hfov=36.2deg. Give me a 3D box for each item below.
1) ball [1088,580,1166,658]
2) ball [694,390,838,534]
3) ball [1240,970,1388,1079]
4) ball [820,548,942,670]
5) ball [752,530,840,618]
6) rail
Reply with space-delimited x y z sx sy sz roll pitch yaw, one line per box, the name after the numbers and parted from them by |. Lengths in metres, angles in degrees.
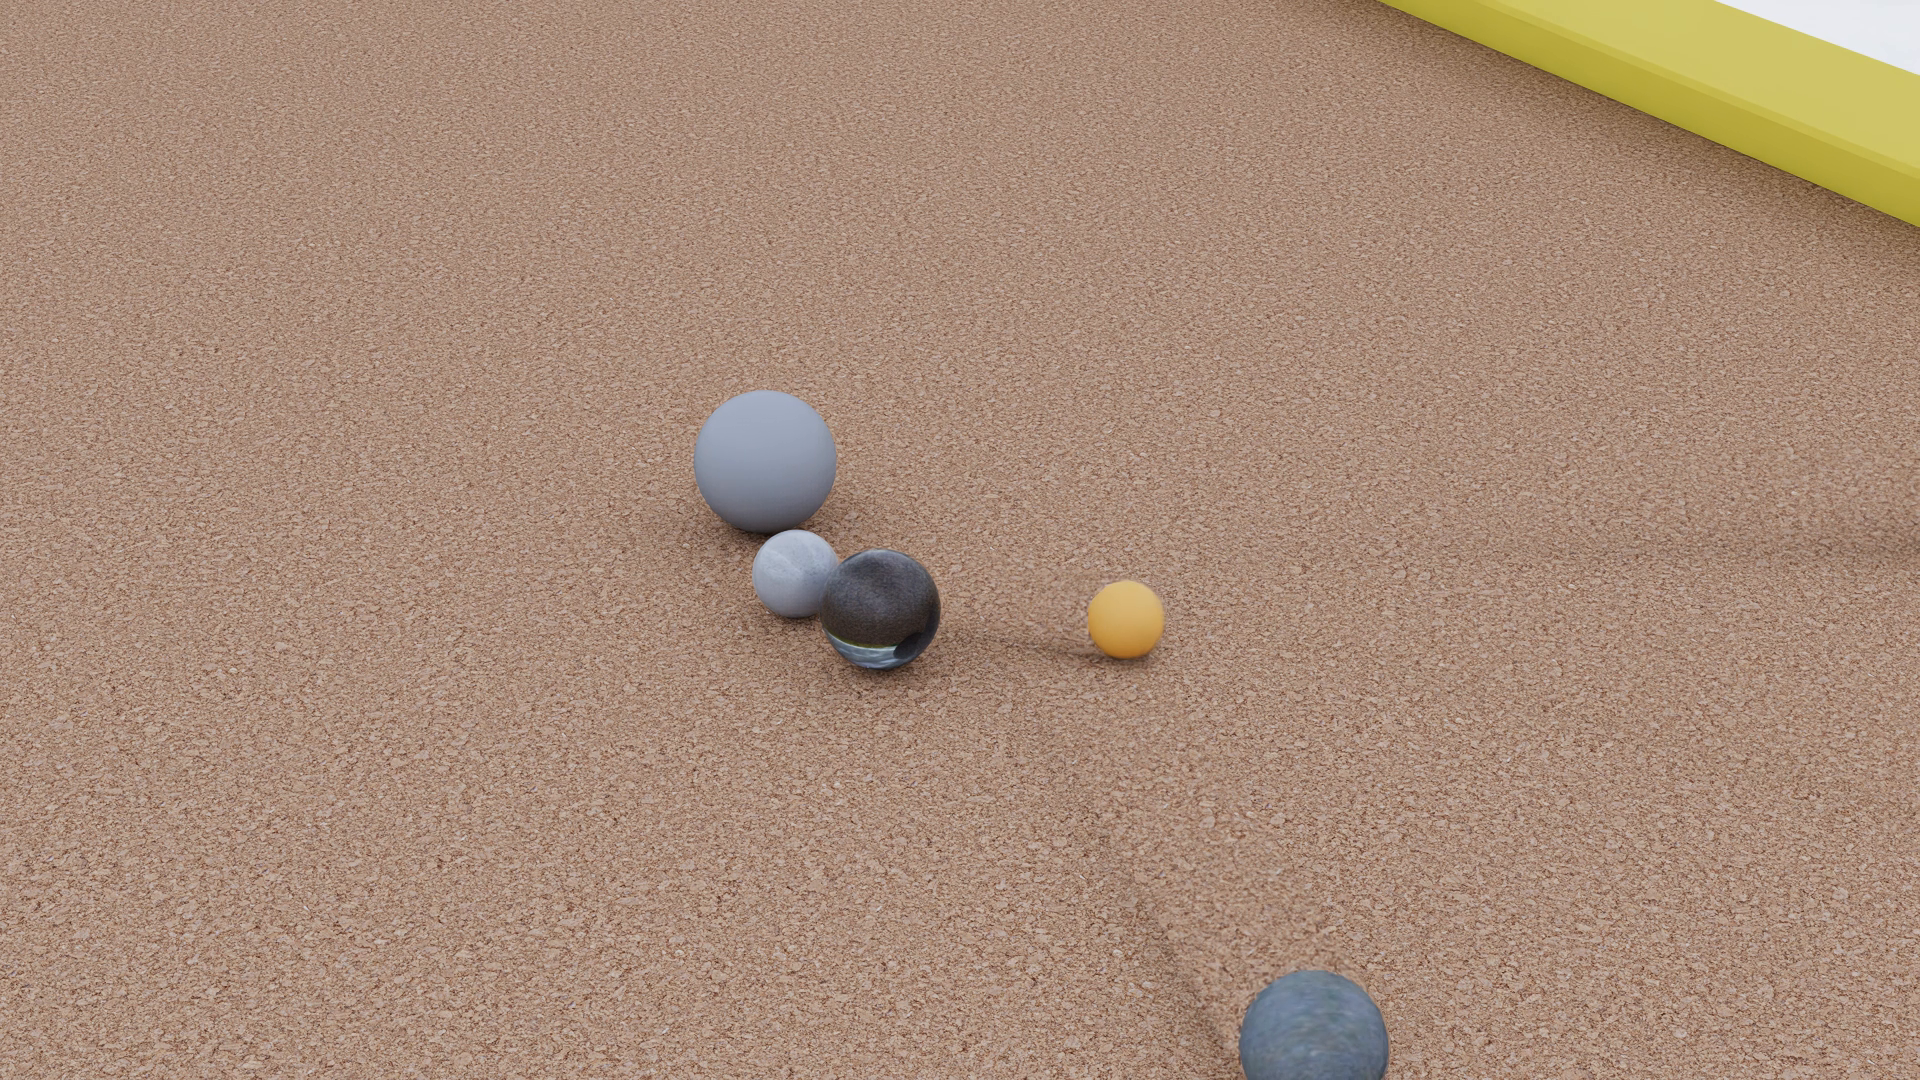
0.107 0.051 1.879 0.050 0.050 0.050 0 27 0 | ball
-0.134 -0.054 2.030 0.099 0.099 0.099 0 27 0 | ball
0.176 0.251 1.461 0.074 0.074 0.074 0 27 0 | ball
-0.050 0.044 1.863 0.077 0.077 0.077 0 27 0 | ball
-0.107 0.022 1.926 0.058 0.058 0.058 0 27 0 | ball
0.413 -0.651 3.165 0.045 0.129 3.958 -15 30 -26 | rail
